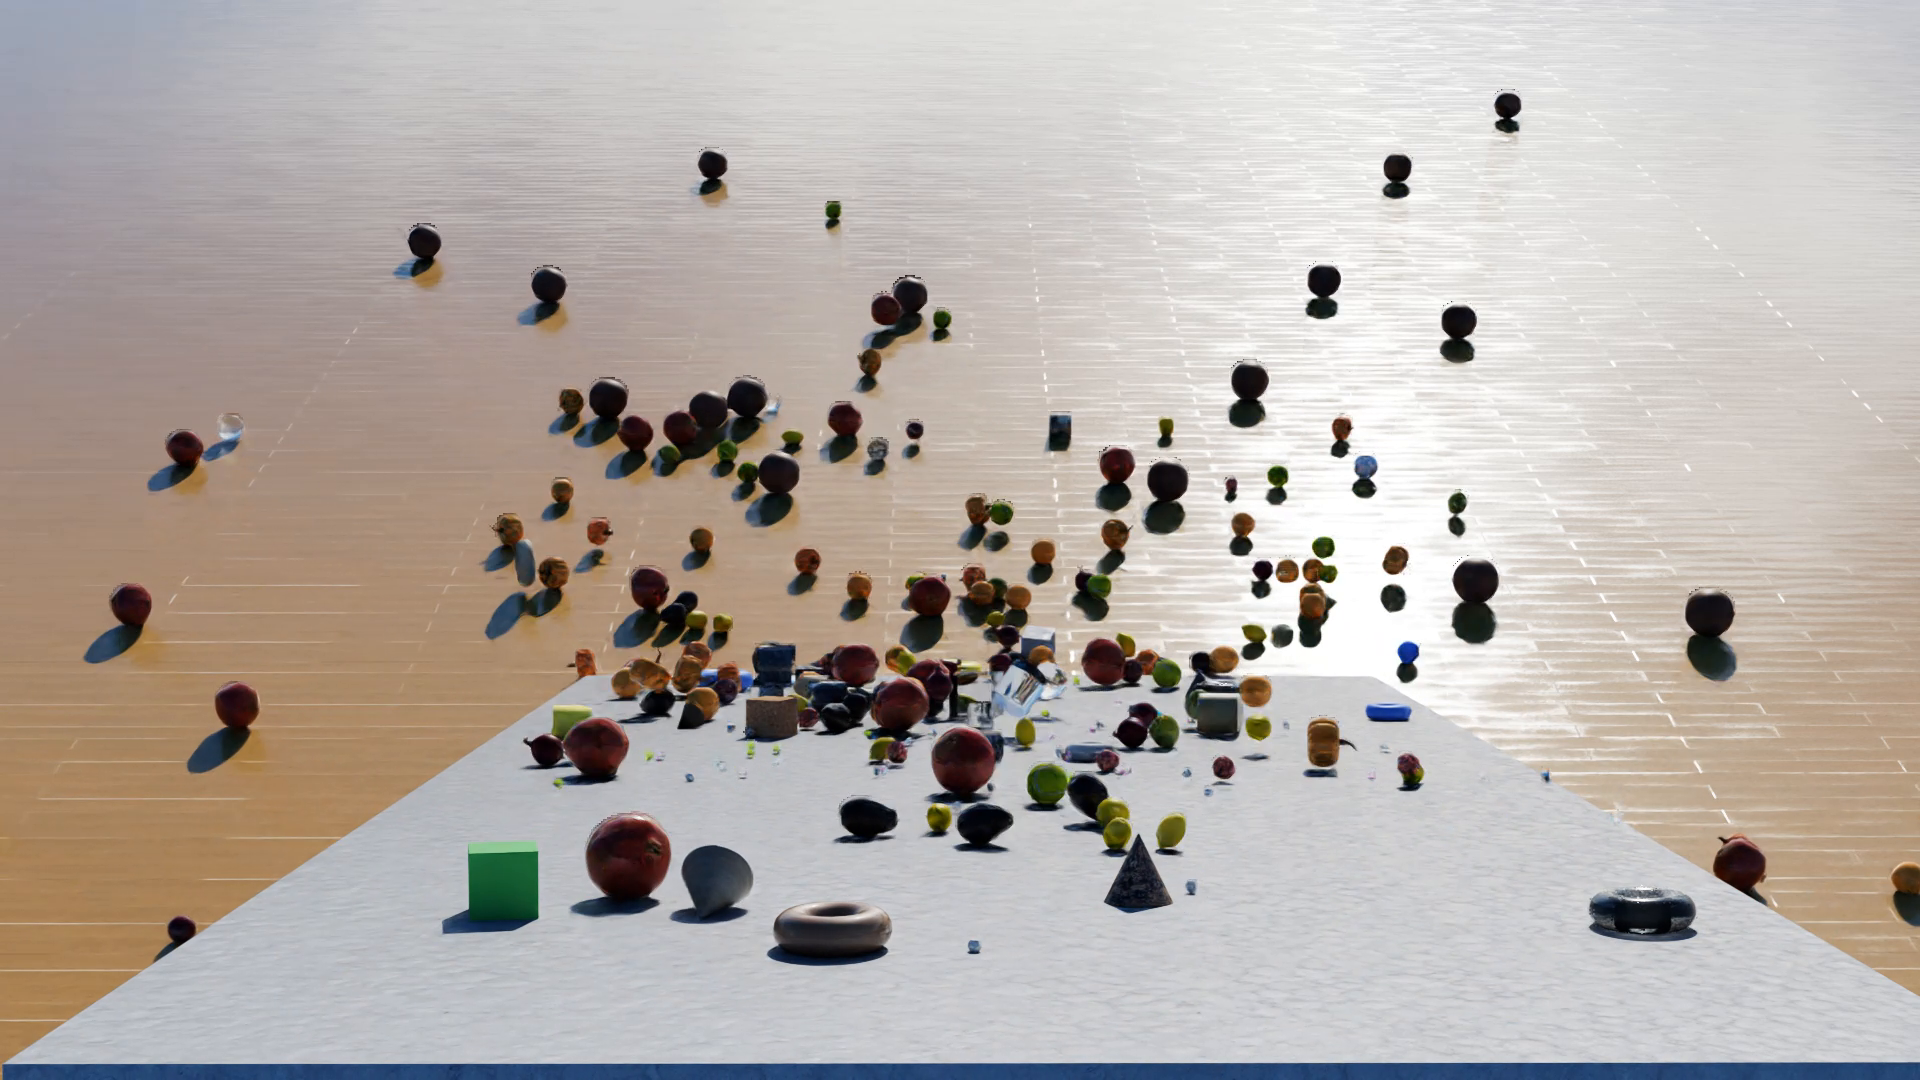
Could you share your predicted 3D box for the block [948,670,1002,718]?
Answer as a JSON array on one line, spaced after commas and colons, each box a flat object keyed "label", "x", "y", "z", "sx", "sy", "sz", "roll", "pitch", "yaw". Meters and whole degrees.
[{"label": "block", "x": 0.034, "y": 0.337, "z": 5.611, "sx": 0.095, "sy": 0.095, "sz": 0.095, "roll": 1, "pitch": 3, "yaw": 16}]

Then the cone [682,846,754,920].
[{"label": "cone", "x": -0.323, "y": 0.461, "z": 3.313, "sx": 0.096, "sy": 0.096, "sz": 0.096, "roll": 3, "pitch": 30, "yaw": 8}]

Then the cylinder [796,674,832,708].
[{"label": "cylinder", "x": -0.316, "y": 0.341, "z": 5.751, "sx": 0.074, "sy": 0.074, "sz": 0.074, "roll": 2, "pitch": 19, "yaw": 41}]

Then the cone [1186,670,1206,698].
[{"label": "cone", "x": 0.560, "y": 0.333, "z": 6.018, "sx": 0.067, "sy": 0.067, "sz": 0.067, "roll": 0, "pitch": 2, "yaw": 0}]

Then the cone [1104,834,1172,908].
[{"label": "cone", "x": 0.236, "y": 0.432, "z": 3.402, "sx": 0.092, "sy": 0.092, "sz": 0.092, "roll": 0, "pitch": 2, "yaw": 0}]

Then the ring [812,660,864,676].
[{"label": "ring", "x": -0.315, "y": 0.332, "z": 6.606, "sx": 0.139, "sy": 0.046, "sz": 0.139, "roll": -1, "pitch": -4, "yaw": 0}]

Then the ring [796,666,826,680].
[{"label": "ring", "x": -0.382, "y": 0.333, "z": 6.426, "sx": 0.098, "sy": 0.033, "sz": 0.098, "roll": 1, "pitch": 2, "yaw": 0}]

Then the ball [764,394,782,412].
[{"label": "ball", "x": -0.626, "y": -0.457, "z": 8.591, "sx": 0.056, "sy": 0.056, "sz": 0.056, "roll": 0, "pitch": 23, "yaw": 0}]

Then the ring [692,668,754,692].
[{"label": "ring", "x": -0.567, "y": 0.337, "z": 6.162, "sx": 0.145, "sy": 0.048, "sz": 0.145, "roll": 0, "pitch": 4, "yaw": 0}]

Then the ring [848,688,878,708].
[{"label": "ring", "x": -0.245, "y": 0.356, "z": 5.816, "sx": 0.120, "sy": 0.040, "sz": 0.120, "roll": -1, "pitch": 1, "yaw": 0}]

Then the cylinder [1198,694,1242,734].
[{"label": "cylinder", "x": 0.533, "y": 0.355, "z": 5.271, "sx": 0.082, "sy": 0.082, "sz": 0.082, "roll": 0, "pitch": 22, "yaw": 14}]

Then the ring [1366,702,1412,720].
[{"label": "ring", "x": 0.926, "y": 0.370, "z": 5.558, "sx": 0.097, "sy": 0.032, "sz": 0.097, "roll": -1, "pitch": 3, "yaw": 0}]

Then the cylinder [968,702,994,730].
[{"label": "cylinder", "x": 0.043, "y": 0.367, "z": 5.379, "sx": 0.054, "sy": 0.054, "sz": 0.054, "roll": 0, "pitch": 2, "yaw": 0}]

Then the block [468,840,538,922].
[{"label": "block", "x": -0.590, "y": 0.439, "z": 3.321, "sx": 0.087, "sy": 0.087, "sz": 0.087, "roll": -1, "pitch": 3, "yaw": -12}]

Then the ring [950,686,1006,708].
[{"label": "ring", "x": 0.041, "y": 0.355, "z": 5.812, "sx": 0.124, "sy": 0.041, "sz": 0.124, "roll": 1, "pitch": 2, "yaw": 0}]

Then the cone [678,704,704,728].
[{"label": "cone", "x": -0.575, "y": 0.381, "z": 5.397, "sx": 0.056, "sy": 0.056, "sz": 0.056, "roll": 15, "pitch": 37, "yaw": 31}]

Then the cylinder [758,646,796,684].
[{"label": "cylinder", "x": -0.451, "y": 0.307, "z": 6.335, "sx": 0.092, "sy": 0.092, "sz": 0.092, "roll": 0, "pitch": 23, "yaw": -6}]

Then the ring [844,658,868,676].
[{"label": "ring", "x": -0.299, "y": 0.346, "z": 6.721, "sx": 0.116, "sy": 0.039, "sz": 0.116, "roll": 1, "pitch": 23, "yaw": 0}]

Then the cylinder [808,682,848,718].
[{"label": "cylinder", "x": -0.288, "y": 0.346, "z": 5.597, "sx": 0.076, "sy": 0.076, "sz": 0.076, "roll": -2, "pitch": 23, "yaw": -13}]

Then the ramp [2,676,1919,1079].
[{"label": "ramp", "x": 0.053, "y": 0.480, "z": 4.538, "sx": 2.000, "sy": 0.100, "sz": 4.000, "roll": 0, "pitch": 2, "yaw": 0}]

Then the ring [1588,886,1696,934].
[{"label": "ring", "x": 0.856, "y": 0.464, "z": 3.229, "sx": 0.131, "sy": 0.044, "sz": 0.131, "roll": -1, "pitch": 2, "yaw": 0}]

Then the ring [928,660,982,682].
[{"label": "ring", "x": -0.013, "y": 0.327, "z": 6.418, "sx": 0.138, "sy": 0.046, "sz": 0.138, "roll": 1, "pitch": 3, "yaw": 0}]

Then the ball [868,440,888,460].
[{"label": "ball", "x": -0.261, "y": -0.286, "z": 8.175, "sx": 0.066, "sy": 0.066, "sz": 0.066, "roll": 0, "pitch": 23, "yaw": 0}]

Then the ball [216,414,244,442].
[{"label": "ball", "x": -2.361, "y": -0.363, "z": 8.330, "sx": 0.086, "sy": 0.086, "sz": 0.086, "roll": 0, "pitch": 23, "yaw": 0}]

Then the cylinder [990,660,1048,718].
[{"label": "cylinder", "x": 0.121, "y": 0.303, "z": 5.234, "sx": 0.085, "sy": 0.085, "sz": 0.085, "roll": 19, "pitch": 62, "yaw": 37}]

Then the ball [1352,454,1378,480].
[{"label": "ball", "x": 1.264, "y": -0.230, "z": 8.022, "sx": 0.082, "sy": 0.082, "sz": 0.082, "roll": 0, "pitch": 23, "yaw": 0}]

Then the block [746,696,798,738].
[{"label": "block", "x": -0.384, "y": 0.362, "z": 5.255, "sx": 0.076, "sy": 0.076, "sz": 0.076, "roll": 1, "pitch": 3, "yaw": 26}]

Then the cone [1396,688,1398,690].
[{"label": "cone", "x": 1.115, "y": 0.401, "z": 6.573, "sx": 0.053, "sy": 0.053, "sz": 0.053, "roll": 0, "pitch": 23, "yaw": 0}]

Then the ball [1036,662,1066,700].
[{"label": "ball", "x": 0.192, "y": 0.307, "z": 5.606, "sx": 0.081, "sy": 0.081, "sz": 0.081, "roll": 0, "pitch": 23, "yaw": 0}]

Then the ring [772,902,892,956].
[{"label": "ring", "x": -0.153, "y": 0.468, "z": 3.099, "sx": 0.144, "sy": 0.048, "sz": 0.144, "roll": -1, "pitch": 3, "yaw": 0}]

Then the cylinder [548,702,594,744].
[{"label": "cylinder", "x": -0.774, "y": 0.366, "z": 5.126, "sx": 0.073, "sy": 0.073, "sz": 0.073, "roll": 14, "pitch": 18, "yaw": -21}]

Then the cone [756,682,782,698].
[{"label": "cone", "x": -0.425, "y": 0.362, "z": 5.812, "sx": 0.060, "sy": 0.060, "sz": 0.060, "roll": -4, "pitch": 38, "yaw": -10}]

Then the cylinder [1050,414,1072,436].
[{"label": "cylinder", "x": 0.328, "y": -0.376, "z": 8.381, "sx": 0.070, "sy": 0.070, "sz": 0.070, "roll": 1, "pitch": 23, "yaw": 3}]

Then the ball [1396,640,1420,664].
[{"label": "ball", "x": 1.186, "y": 0.295, "z": 6.811, "sx": 0.062, "sy": 0.062, "sz": 0.062, "roll": 0, "pitch": 23, "yaw": 0}]

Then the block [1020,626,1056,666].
[{"label": "block", "x": 0.207, "y": 0.281, "z": 6.825, "sx": 0.077, "sy": 0.077, "sz": 0.077, "roll": 5, "pitch": 24, "yaw": 13}]

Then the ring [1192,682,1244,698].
[{"label": "ring", "x": 0.597, "y": 0.350, "z": 5.941, "sx": 0.121, "sy": 0.040, "sz": 0.121, "roll": 0, "pitch": 1, "yaw": 0}]

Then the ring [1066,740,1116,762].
[{"label": "ring", "x": 0.248, "y": 0.399, "z": 4.876, "sx": 0.098, "sy": 0.033, "sz": 0.098, "roll": -1, "pitch": 1, "yaw": 0}]

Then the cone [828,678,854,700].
[{"label": "cone", "x": -0.257, "y": 0.343, "z": 5.703, "sx": 0.070, "sy": 0.070, "sz": 0.070, "roll": -21, "pitch": 13, "yaw": -41}]

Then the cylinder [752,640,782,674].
[{"label": "cylinder", "x": -0.471, "y": 0.303, "z": 6.427, "sx": 0.094, "sy": 0.094, "sz": 0.094, "roll": -3, "pitch": 3, "yaw": -7}]
